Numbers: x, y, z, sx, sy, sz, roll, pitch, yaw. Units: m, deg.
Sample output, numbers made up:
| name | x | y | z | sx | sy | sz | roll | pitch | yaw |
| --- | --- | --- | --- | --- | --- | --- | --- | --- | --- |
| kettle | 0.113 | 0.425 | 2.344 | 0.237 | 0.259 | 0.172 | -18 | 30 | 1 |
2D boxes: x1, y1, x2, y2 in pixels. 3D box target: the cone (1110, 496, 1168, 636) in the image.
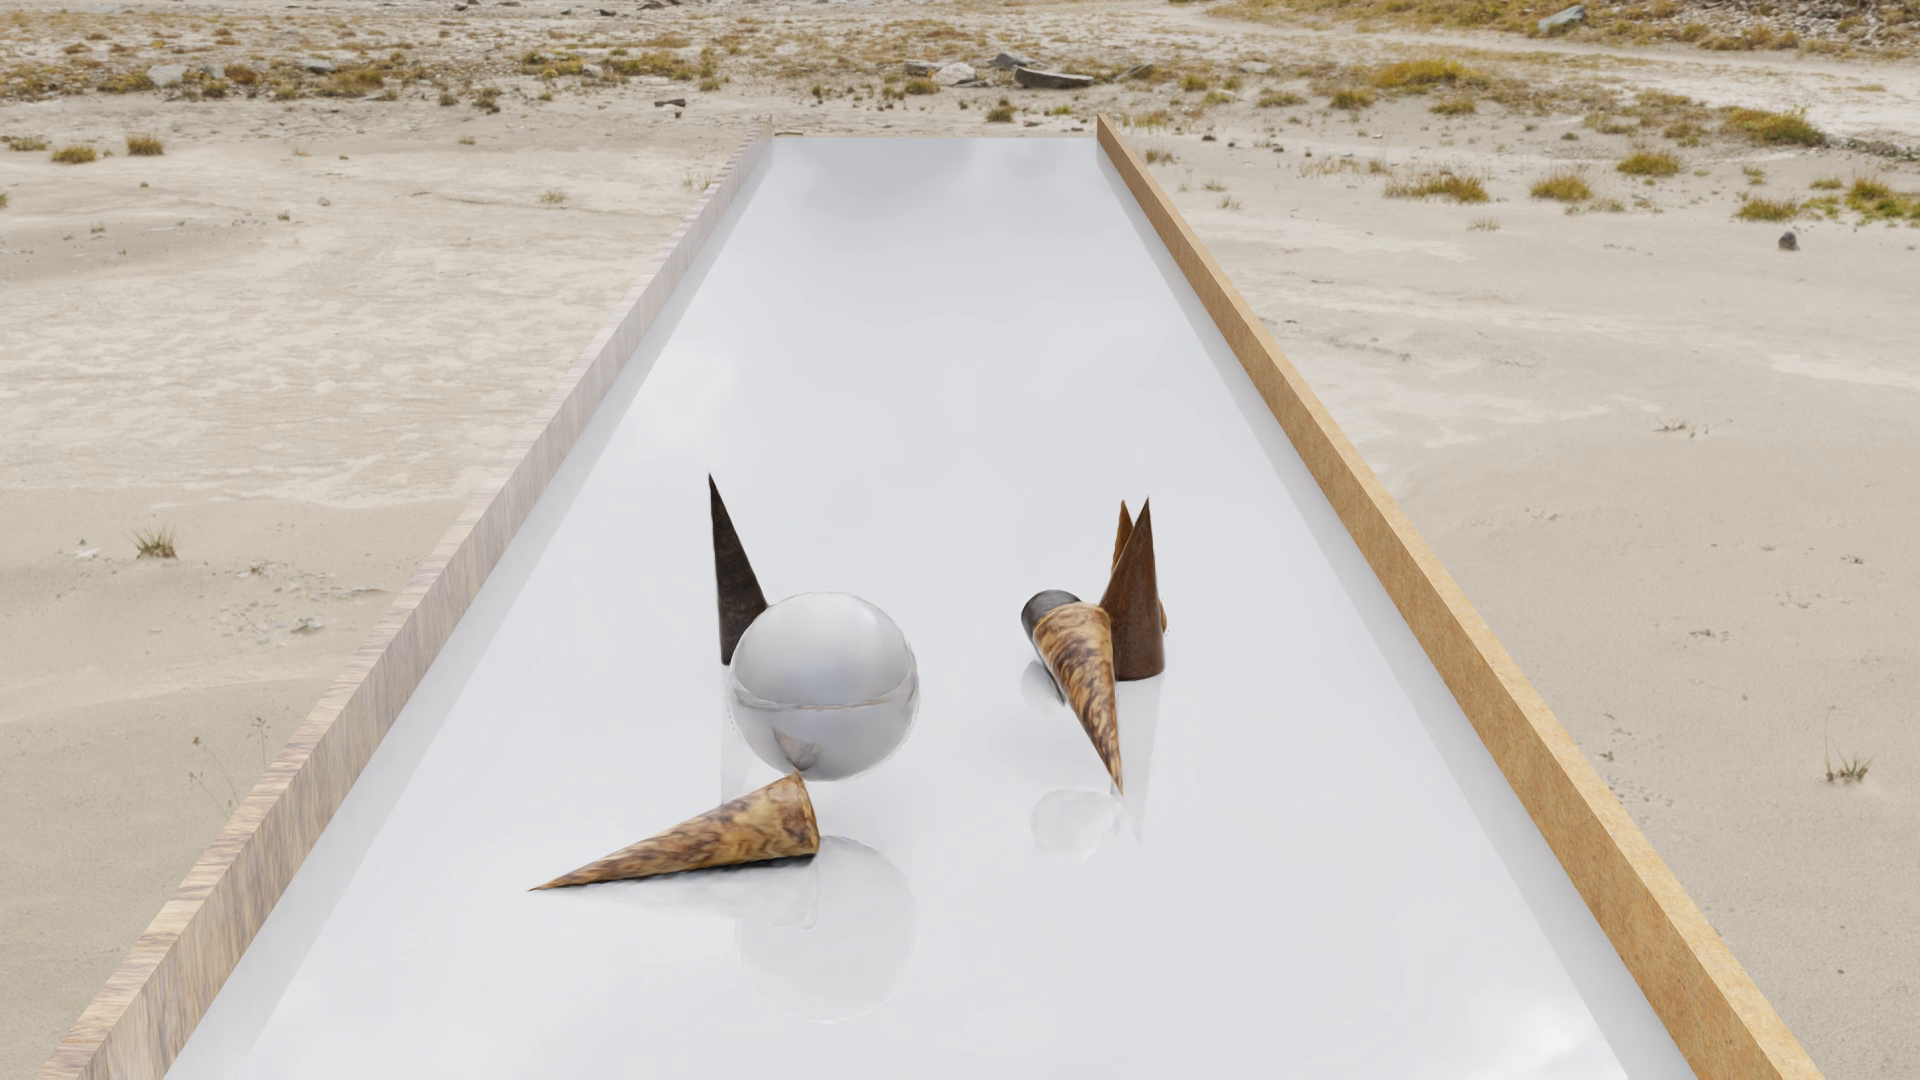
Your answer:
| name | x | y | z | sx | sy | sz | roll | pitch | yaw |
| --- | --- | --- | --- | --- | --- | --- | --- | --- | --- |
| cone | 0.336 | 0.044 | 4.375 | 0.132 | 0.392 | 0.132 | -5 | 49 | 5 |

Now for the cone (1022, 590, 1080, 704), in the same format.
| name | x | y | z | sx | sy | sz | roll | pitch | yaw |
| --- | --- | --- | --- | --- | --- | --- | --- | --- | --- |
| cone | 0.193 | 0.236 | 4.303 | 0.131 | 0.131 | 0.322 | 0 | 30 | -1 |

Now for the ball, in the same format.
| name | x | y | z | sx | sy | sz | roll | pitch | yaw |
| --- | --- | --- | --- | --- | --- | --- | --- | --- | --- |
| ball | -0.225 | 0.241 | 3.638 | 0.318 | 0.318 | 0.318 | 0 | 17 | 0 |

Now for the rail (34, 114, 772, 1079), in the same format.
| name | x | y | z | sx | sy | sz | roll | pitch | yaw |
| --- | --- | --- | --- | --- | --- | --- | --- | --- | --- |
| rail | -1.118 | -0.838 | 7.780 | 0.050 | 0.150 | 12.000 | 0 | 17 | -1 |

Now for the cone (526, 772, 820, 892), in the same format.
| name | x | y | z | sx | sy | sz | roll | pitch | yaw |
| --- | --- | --- | --- | --- | --- | --- | --- | --- | --- |
| cone | -0.459 | 0.490 | 3.462 | 0.456 | 0.133 | 0.133 | -14 | 20 | -16 |

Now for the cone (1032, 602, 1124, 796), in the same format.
| name | x | y | z | sx | sy | sz | roll | pitch | yaw |
| --- | --- | --- | --- | --- | --- | --- | --- | --- | --- |
| cone | 0.241 | 0.301 | 3.875 | 0.146 | 0.146 | 0.383 | -4 | 47 | -13 |

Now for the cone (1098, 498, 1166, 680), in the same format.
| name | x | y | z | sx | sy | sz | roll | pitch | yaw |
| --- | --- | --- | --- | --- | --- | --- | --- | --- | --- |
| cone | 0.341 | 0.074 | 4.301 | 0.178 | 0.358 | 0.178 | 6 | 26 | -3 |

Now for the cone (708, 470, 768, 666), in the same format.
| name | x | y | z | sx | sy | sz | roll | pitch | yaw |
| --- | --- | --- | --- | --- | --- | --- | --- | --- | --- |
| cone | -0.452 | 0.044 | 4.350 | 0.134 | 0.396 | 0.134 | -10 | 19 | 4 |

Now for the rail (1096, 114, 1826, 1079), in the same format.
| name | x | y | z | sx | sy | sz | roll | pitch | yaw |
| --- | --- | --- | --- | --- | --- | --- | --- | --- | --- |
| rail | 0.932 | -0.844 | 7.801 | 0.050 | 0.150 | 12.000 | 0 | 17 | -1 |
